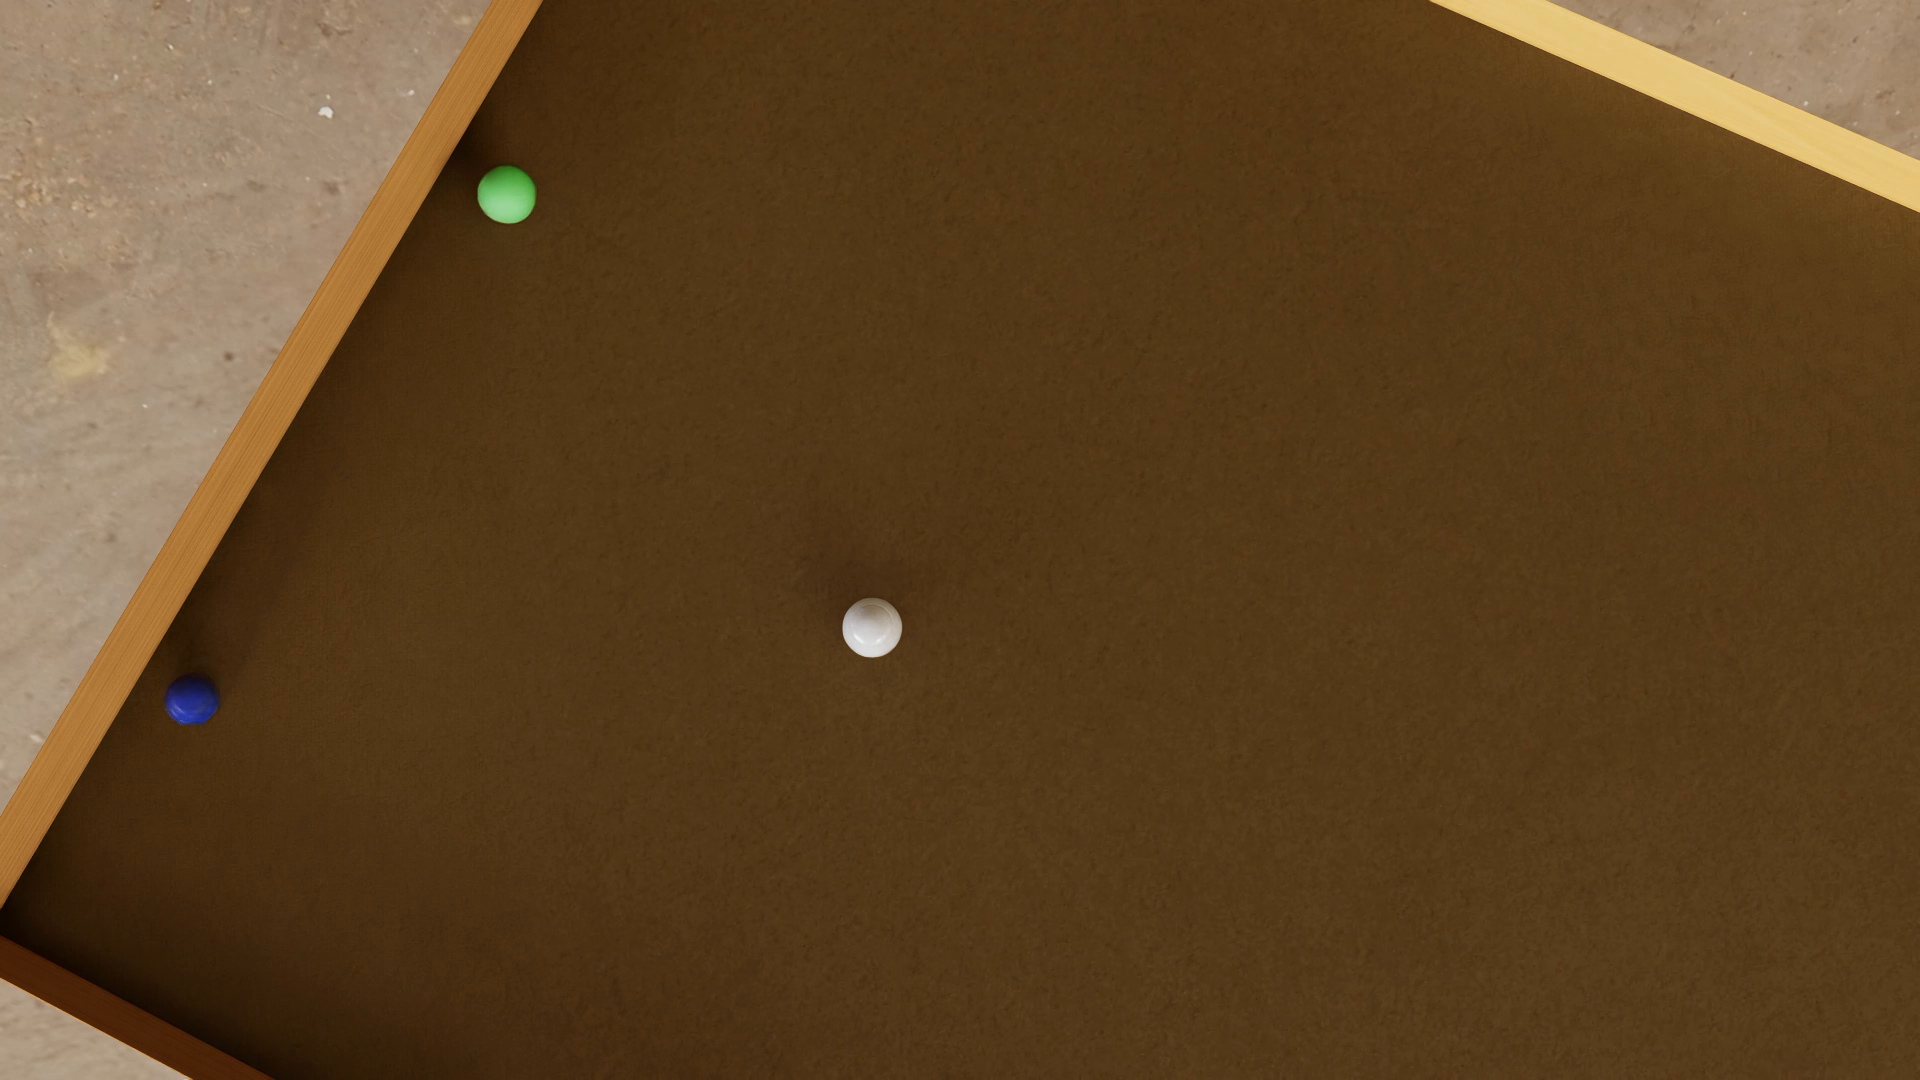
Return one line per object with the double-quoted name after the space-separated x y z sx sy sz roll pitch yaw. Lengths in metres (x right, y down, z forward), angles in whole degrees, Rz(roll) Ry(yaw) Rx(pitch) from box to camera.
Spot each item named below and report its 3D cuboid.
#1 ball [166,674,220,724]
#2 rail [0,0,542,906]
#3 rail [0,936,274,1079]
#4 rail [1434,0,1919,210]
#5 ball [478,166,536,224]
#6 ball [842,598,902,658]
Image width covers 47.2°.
-1.143 0.237 3.280 0.076 0.076 0.076 0 75 0 "ball"
-0.919 -0.440 3.436 0.045 0.119 2.375 25 77 6 "rail"
0.427 1.452 2.934 4.188 0.119 0.045 25 77 6 "rail"
1.453 -0.568 3.470 4.188 0.119 0.045 25 77 6 "rail"
-0.717 -0.546 3.479 0.092 0.092 0.092 0 75 0 "ball"
-0.132 0.132 3.300 0.090 0.090 0.090 0 75 0 "ball"
